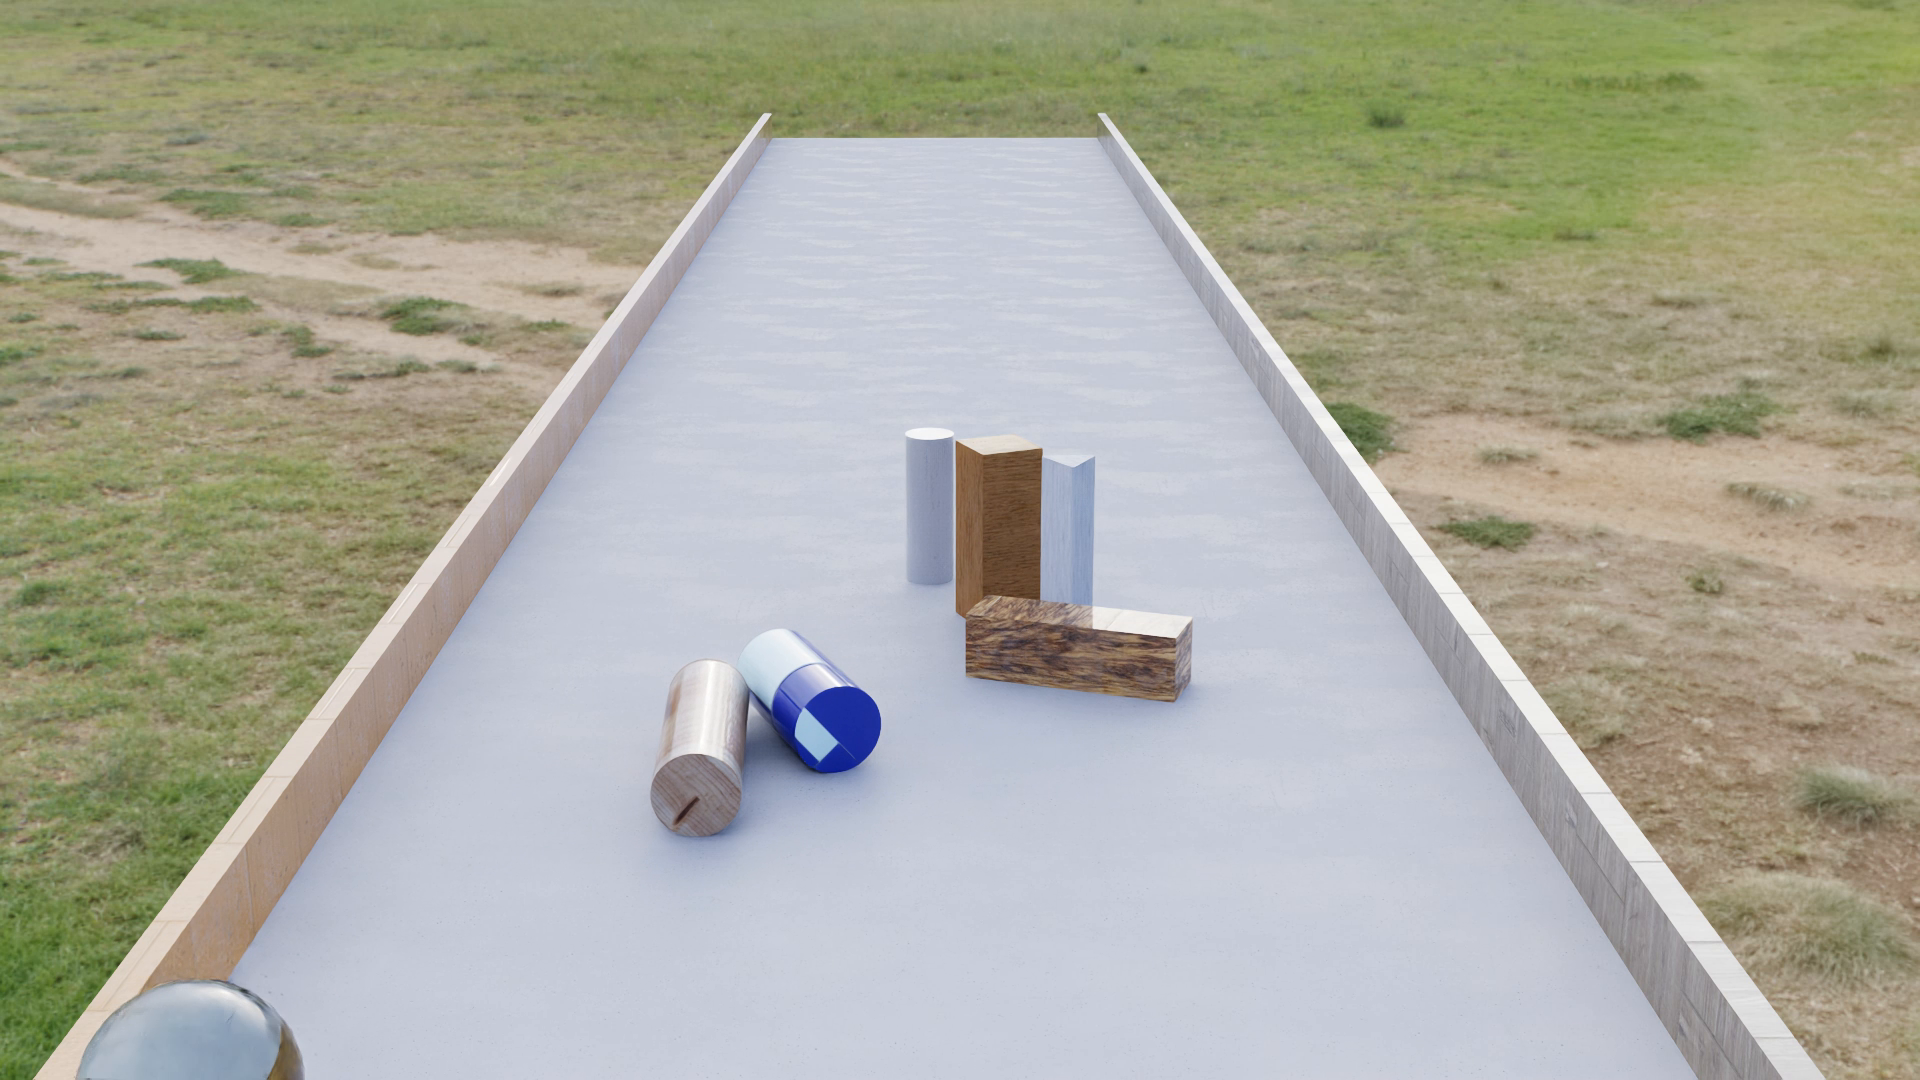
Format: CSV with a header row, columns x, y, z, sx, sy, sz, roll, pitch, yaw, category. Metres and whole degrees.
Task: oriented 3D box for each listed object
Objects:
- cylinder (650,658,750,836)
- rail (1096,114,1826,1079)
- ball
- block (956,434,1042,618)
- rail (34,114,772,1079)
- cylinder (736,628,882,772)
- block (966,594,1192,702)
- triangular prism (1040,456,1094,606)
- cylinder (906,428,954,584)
x,y,z,sx,sy,sz,roll,pitch,yaw,category
-0.443,0.350,3.790,0.147,0.147,0.456,-1,17,-3,cylinder
0.932,-0.844,7.801,0.050,0.150,12.000,0,17,-1,rail
-0.906,0.648,2.592,0.259,0.259,0.259,0,17,0,ball
0.081,-0.018,4.622,0.136,0.379,0.136,-7,18,-23,block
-1.118,-0.838,7.780,0.050,0.150,12.000,0,17,-1,rail
-0.278,0.286,3.983,0.161,0.161,0.337,-7,18,-22,cylinder
0.231,0.210,4.293,0.422,0.130,0.130,6,18,19,block
0.229,0.035,4.391,0.090,0.409,0.104,-11,20,-32,triangular prism
-0.067,-0.075,4.894,0.107,0.333,0.107,0,17,0,cylinder
